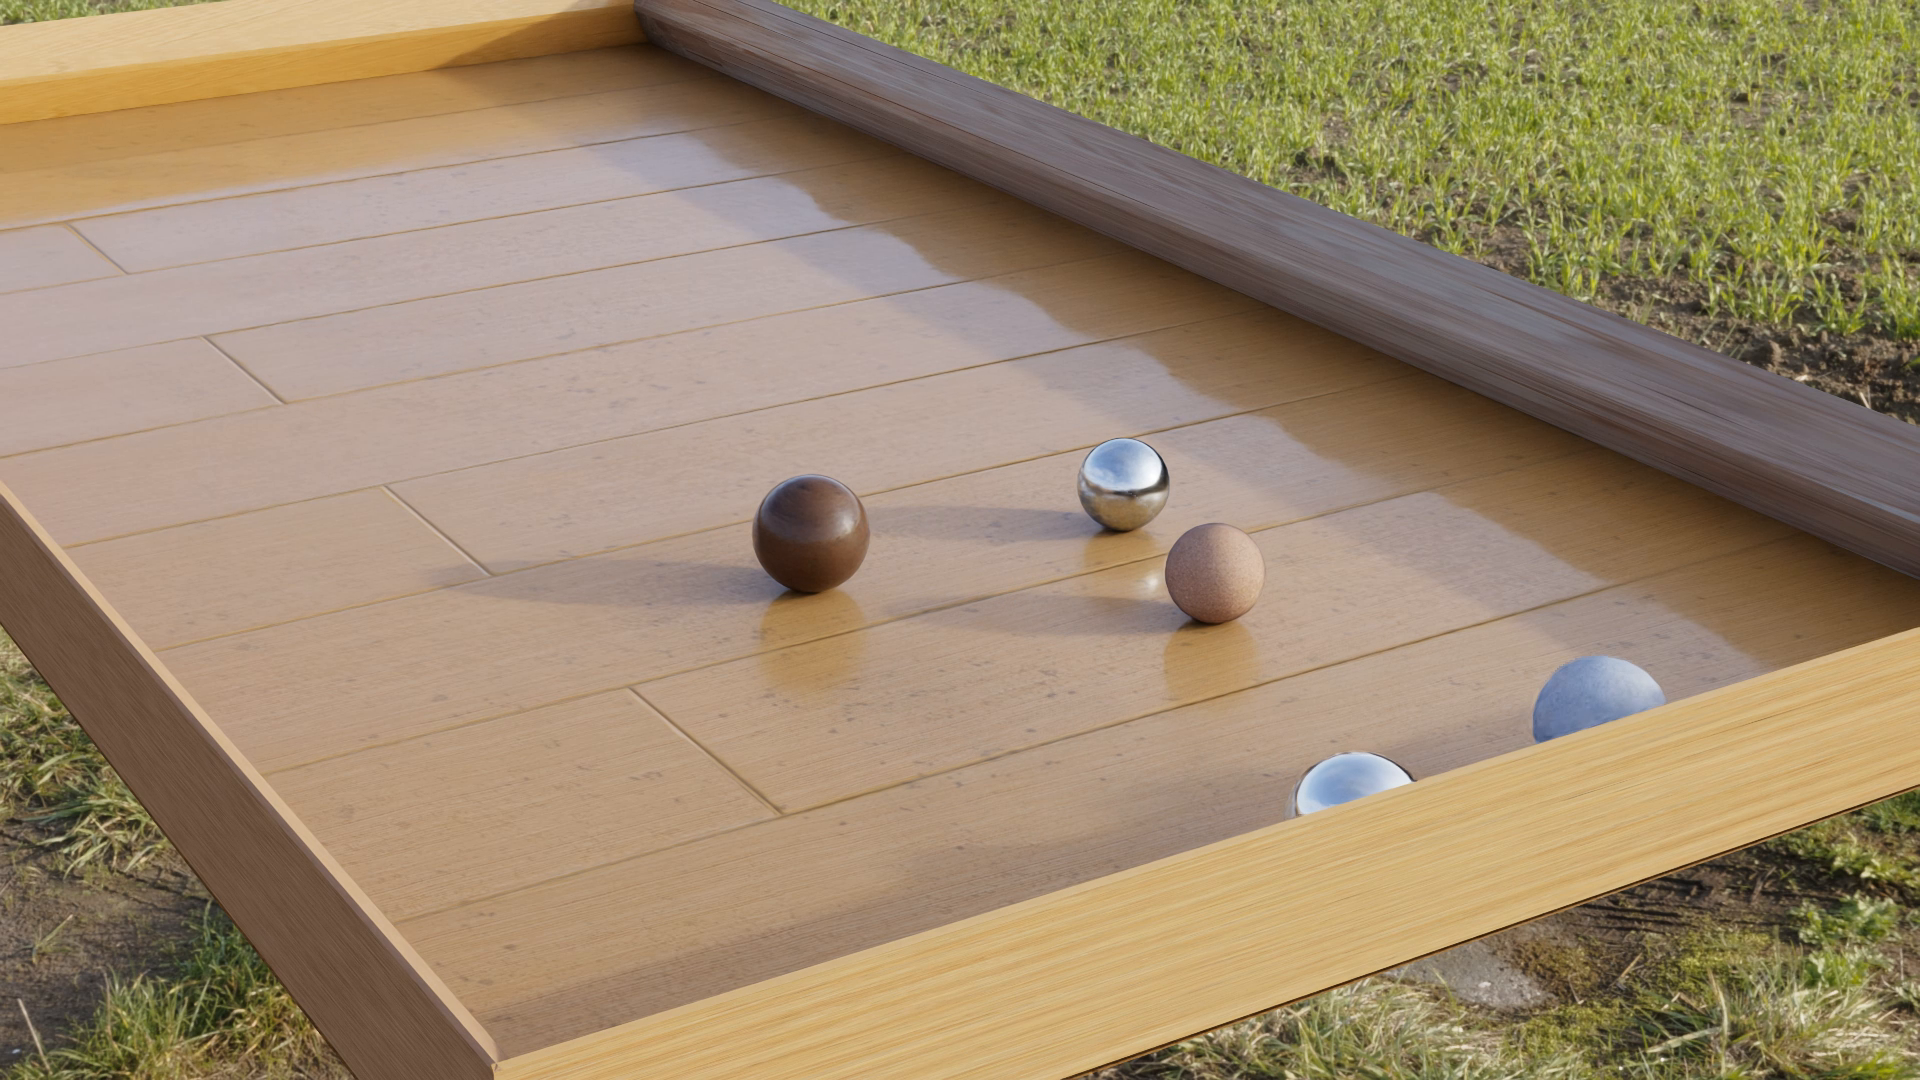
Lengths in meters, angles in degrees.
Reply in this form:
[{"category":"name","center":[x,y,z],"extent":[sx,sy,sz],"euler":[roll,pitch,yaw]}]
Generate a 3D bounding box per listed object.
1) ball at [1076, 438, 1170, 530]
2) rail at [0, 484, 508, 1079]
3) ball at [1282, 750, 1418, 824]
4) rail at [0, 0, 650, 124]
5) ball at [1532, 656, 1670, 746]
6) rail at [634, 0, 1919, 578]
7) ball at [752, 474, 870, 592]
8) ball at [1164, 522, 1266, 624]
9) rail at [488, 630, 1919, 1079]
[{"category":"ball","center":[0.140,-0.048,2.517],"extent":[0.080,0.080,0.080],"euler":[0,22,0]},{"category":"rail","center":[-0.910,-0.098,2.577],"extent":[0.045,0.126,2.634],"euler":[-13,26,-29]},{"category":"ball","center":[0.259,0.186,1.920],"extent":[0.097,0.097,0.097],"euler":[0,22,0]},{"category":"rail","center":[-1.025,-0.644,3.919],"extent":[1.373,0.126,0.045],"euler":[-13,26,-29]},{"category":"ball","center":[0.450,0.130,2.059],"extent":[0.096,0.096,0.096],"euler":[0,22,0]},{"category":"rail","center":[0.218,-0.361,3.222],"extent":[0.045,0.126,2.634],"euler":[-13,26,-29]},{"category":"ball","center":[-0.121,-0.005,2.391],"extent":[0.096,0.096,0.096],"euler":[0,22,0]},{"category":"ball","center":[0.203,0.026,2.335],"extent":[0.080,0.080,0.080],"euler":[0,22,0]},{"category":"rail","center":[0.333,0.185,1.880],"extent":[1.373,0.126,0.045],"euler":[-13,26,-29]}]
